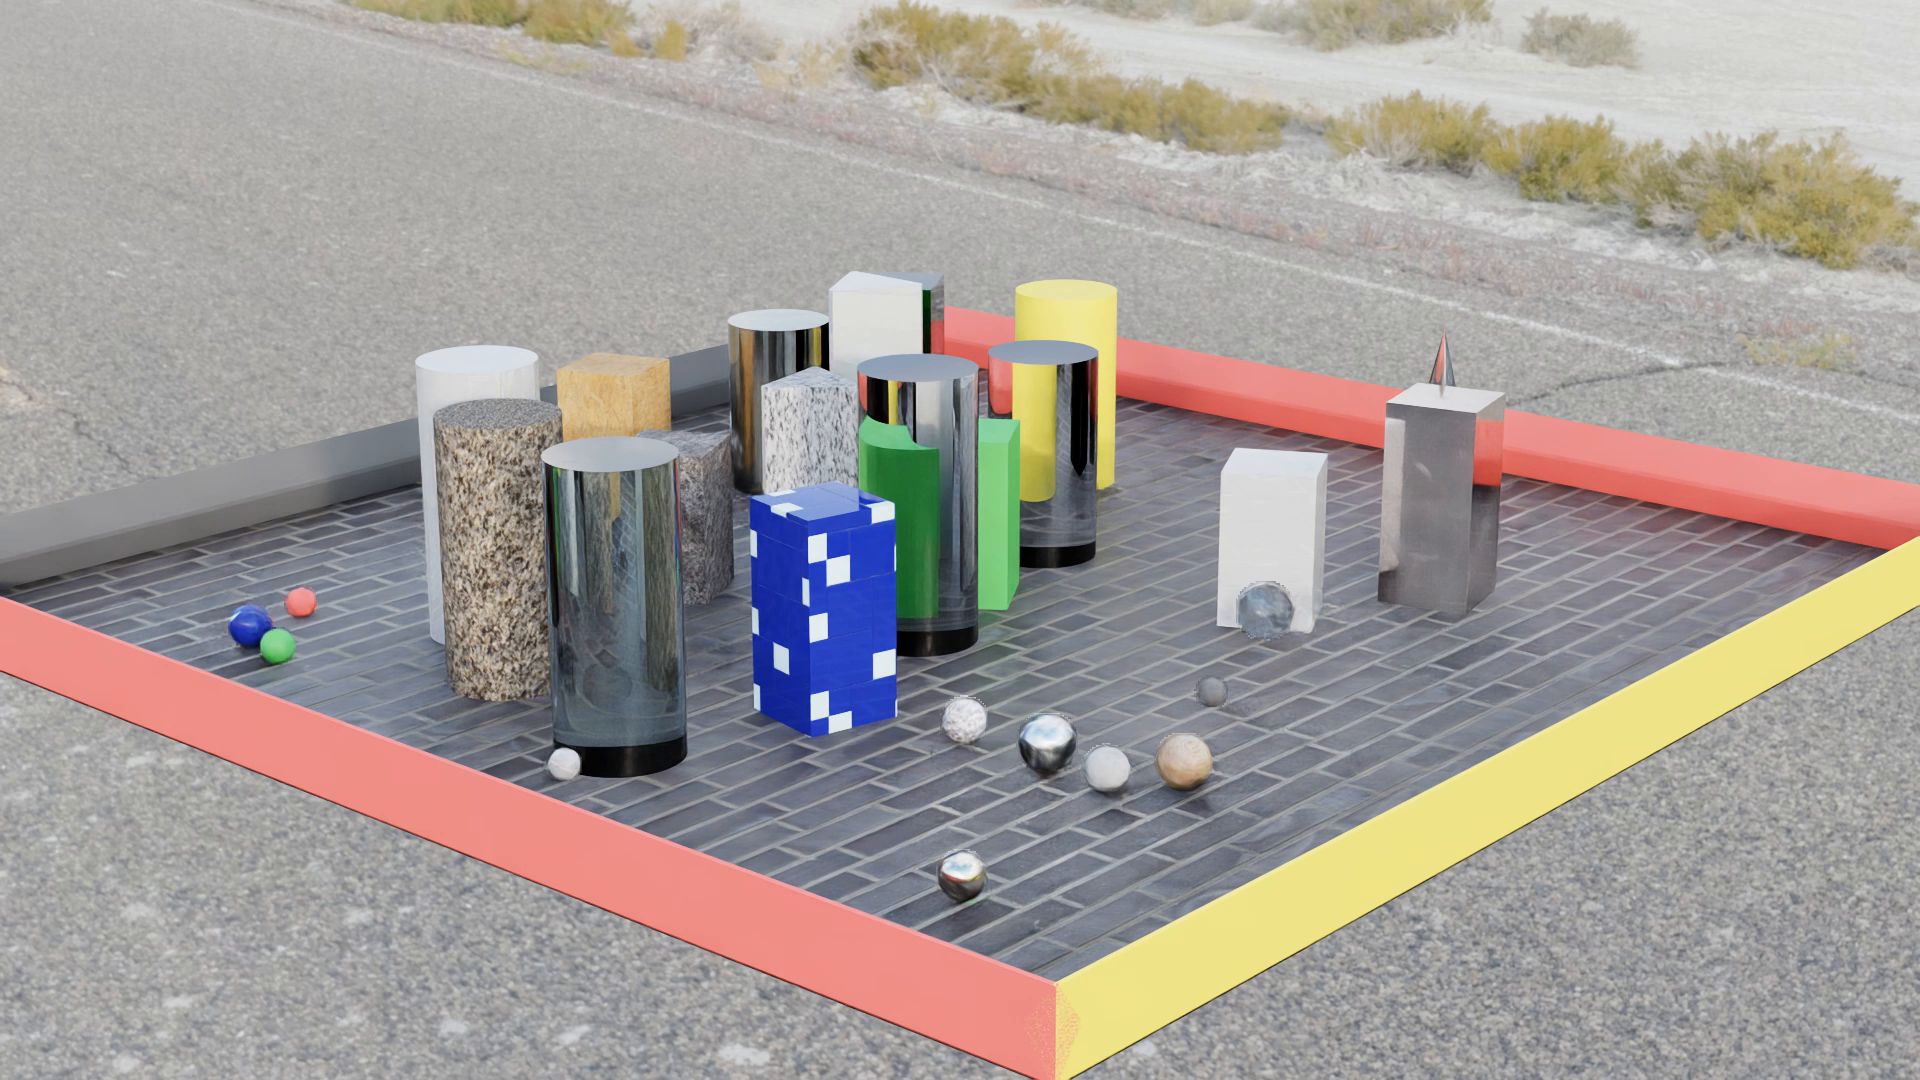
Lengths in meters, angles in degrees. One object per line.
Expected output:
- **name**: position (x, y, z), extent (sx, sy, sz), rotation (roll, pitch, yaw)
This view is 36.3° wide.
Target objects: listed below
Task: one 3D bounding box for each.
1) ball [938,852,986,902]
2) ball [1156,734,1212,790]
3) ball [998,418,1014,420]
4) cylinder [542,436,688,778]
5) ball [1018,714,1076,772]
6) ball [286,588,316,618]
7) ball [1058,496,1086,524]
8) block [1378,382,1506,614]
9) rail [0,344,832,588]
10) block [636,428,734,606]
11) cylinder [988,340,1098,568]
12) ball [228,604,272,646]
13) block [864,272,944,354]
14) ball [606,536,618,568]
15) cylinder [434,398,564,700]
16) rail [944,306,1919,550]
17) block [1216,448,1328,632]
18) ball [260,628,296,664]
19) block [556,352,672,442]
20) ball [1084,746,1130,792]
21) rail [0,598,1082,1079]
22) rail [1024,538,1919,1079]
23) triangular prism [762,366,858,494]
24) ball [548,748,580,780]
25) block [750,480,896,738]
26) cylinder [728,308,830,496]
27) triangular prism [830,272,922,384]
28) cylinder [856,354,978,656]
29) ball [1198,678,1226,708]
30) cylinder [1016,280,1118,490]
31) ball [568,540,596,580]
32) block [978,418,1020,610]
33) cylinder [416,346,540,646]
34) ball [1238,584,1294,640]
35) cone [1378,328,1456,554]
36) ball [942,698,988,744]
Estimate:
- **ball**: position (0.003, 0.444, 3.869), extent (0.065, 0.065, 0.065), rotation (0, 17, 0)
- **ball**: position (0.325, 0.322, 4.246), extent (0.081, 0.081, 0.081), rotation (0, 17, 0)
- **ball**: position (0.095, -0.199, 5.942), extent (0.100, 0.100, 0.100), rotation (0, 17, 0)
- **cylinder**: position (-0.508, 0.097, 4.325), extent (0.200, 0.465, 0.200), rotation (0, 17, 0)
- **ball**: position (0.129, 0.299, 4.313), extent (0.086, 0.086, 0.086), rotation (0, 17, 0)
- **ball**: position (-1.127, 0.107, 5.014), extent (0.050, 0.050, 0.050), rotation (0, 17, 0)
- **ball**: position (0.211, -0.057, 5.549), extent (0.055, 0.055, 0.055), rotation (0, 17, 0)
- **block**: position (0.834, -0.073, 5.080), extent (0.160, 0.357, 0.160), rotation (9, 19, 27)
- **rail**: position (-0.961, -0.208, 5.919), extent (0.045, 0.130, 2.654), rotation (14, 22, 39)
- **block**: position (-0.499, -0.042, 5.135), extent (0.160, 0.265, 0.160), rotation (4, 17, 13)
- **cylinder**: position (0.150, -0.158, 5.327), extent (0.200, 0.376, 0.200), rotation (0, 17, 0)
- **ball**: position (-1.177, 0.142, 4.862), extent (0.071, 0.071, 0.071), rotation (0, 17, 0)
- **block**: position (-0.123, -0.335, 5.905), extent (0.160, 0.382, 0.160), rotation (3, 17, 9)
- **ball**: position (-0.601, 0.020, 5.271), extent (0.068, 0.068, 0.068), rotation (0, 17, 0)
- **cylinder**: position (-0.723, 0.013, 4.648), extent (0.200, 0.440, 0.200), rotation (0, 17, 0)
- **rail**: position (0.855, -0.251, 6.062), extent (2.594, 0.130, 0.045), rotation (14, 22, 39)
- **block**: position (0.532, -0.001, 4.990), extent (0.160, 0.271, 0.160), rotation (4, 17, 13)
- **ball**: position (-1.114, 0.173, 4.783), extent (0.057, 0.057, 0.057), rotation (0, 17, 0)
- **block**: position (-0.667, -0.208, 5.676), extent (0.160, 0.271, 0.160), rotation (6, 18, 20)
- **ball**: position (0.213, 0.332, 4.240), extent (0.067, 0.067, 0.067), rotation (0, 17, 0)
- **rail**: position (-0.855, 0.316, 4.177), extent (2.594, 0.130, 0.045), rotation (14, 22, 39)
- **rail**: position (0.961, 0.273, 4.320), extent (0.045, 0.130, 2.654), rotation (14, 22, 39)
- **triangular prism**: position (-0.256, -0.111, 5.187), extent (0.173, 0.367, 0.150), rotation (0, 17, 0)
- **ball**: position (-0.578, 0.327, 4.286), extent (0.047, 0.047, 0.047), rotation (0, 17, 0)
- **block**: position (-0.210, 0.104, 4.514), extent (0.160, 0.344, 0.160), rotation (-12, 21, -35)
- **cylinder**: position (-0.355, -0.272, 5.785), extent (0.200, 0.332, 0.200), rotation (0, 17, 0)
- **triangular prism**: position (-0.173, -0.239, 5.398), extent (0.173, 0.491, 0.150), rotation (-5, 18, -17)
- **cylinder**: position (-0.069, -0.059, 4.846), extent (0.200, 0.465, 0.200), rotation (0, 17, 0)
- **ball**: position (0.394, 0.239, 4.585), extent (0.046, 0.046, 0.046), rotation (0, 17, 0)
- **cylinder**: position (0.208, -0.305, 5.801), extent (0.200, 0.386, 0.200), rotation (0, 17, 0)
- **ball**: position (-0.682, 0.036, 5.219), extent (0.069, 0.069, 0.069), rotation (0, 17, 0)
- **block**: position (0.014, -0.048, 5.099), extent (0.160, 0.298, 0.160), rotation (2, 17, 8)
- **cylinder**: position (-0.793, -0.072, 4.882), extent (0.200, 0.470, 0.200), rotation (0, 17, 0)
- **ball**: position (0.510, 0.119, 4.895), extent (0.095, 0.095, 0.095), rotation (0, 17, 0)
- **cone**: position (0.867, -0.176, 5.306), extent (0.200, 0.424, 0.200), rotation (0, 17, 0)
- **ball**: position (0.007, 0.273, 4.432), extent (0.068, 0.068, 0.068), rotation (0, 17, 0)
